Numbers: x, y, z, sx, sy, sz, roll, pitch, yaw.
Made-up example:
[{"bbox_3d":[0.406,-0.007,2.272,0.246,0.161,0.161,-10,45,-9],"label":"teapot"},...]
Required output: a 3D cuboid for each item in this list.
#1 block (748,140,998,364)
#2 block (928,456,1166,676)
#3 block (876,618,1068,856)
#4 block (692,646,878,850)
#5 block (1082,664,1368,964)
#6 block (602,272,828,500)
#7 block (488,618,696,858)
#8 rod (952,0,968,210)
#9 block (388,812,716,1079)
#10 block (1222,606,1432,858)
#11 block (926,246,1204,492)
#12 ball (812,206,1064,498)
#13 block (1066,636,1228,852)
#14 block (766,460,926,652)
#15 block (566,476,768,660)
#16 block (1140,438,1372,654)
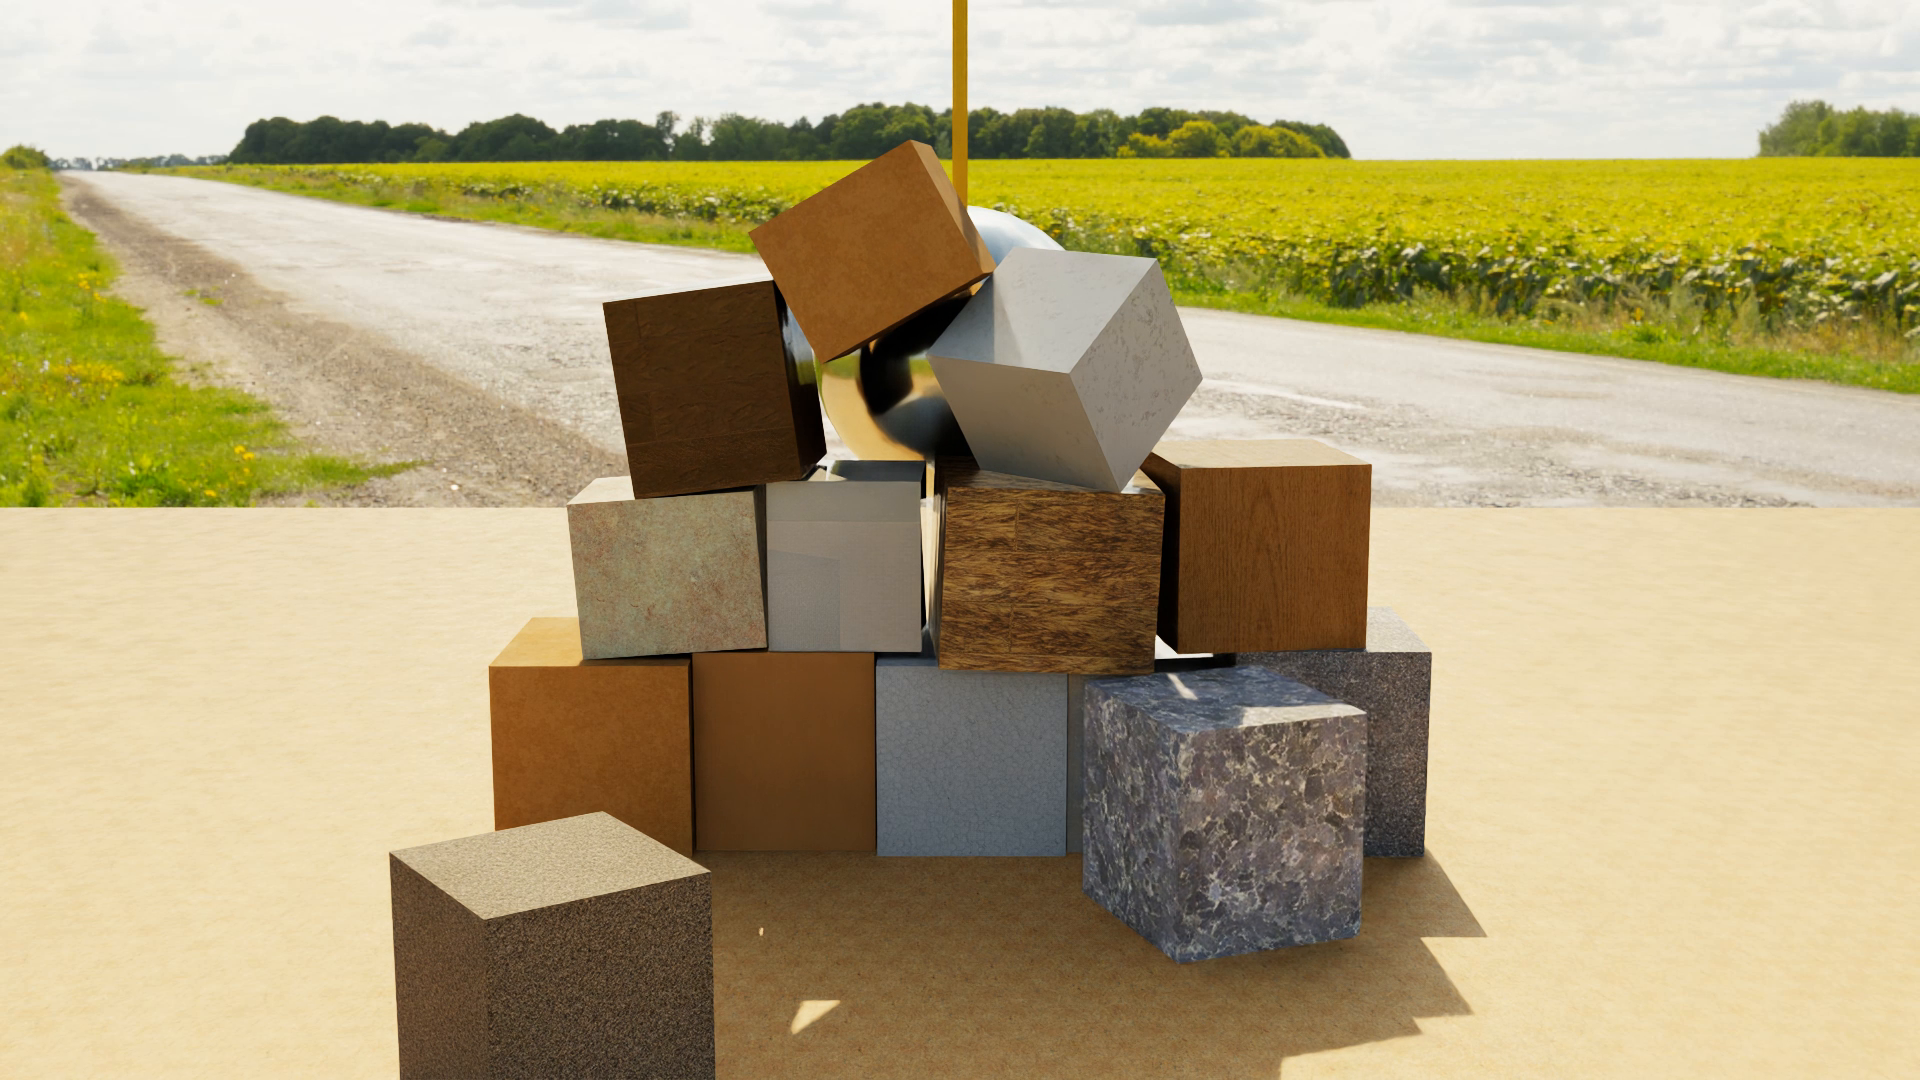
[{"bbox_3d":[-0.405,-1.414,10.800,0.892,0.714,0.794,-28,4,9],"label":"block"},{"bbox_3d":[0.404,0.109,11.029,1.040,0.890,1.033,2,10,-4],"label":"block"},{"bbox_3d":[0.058,0.998,11.371,0.936,0.969,1.089,0,10,0],"label":"block"},{"bbox_3d":[-0.870,0.973,11.376,0.897,1.015,0.926,0,10,0],"label":"block"},{"bbox_3d":[1.184,1.214,10.021,0.915,1.027,0.976,-4,11,-21],"label":"block"},{"bbox_3d":[-1.204,-0.795,10.994,0.835,0.966,0.836,-7,10,6],"label":"block"},{"bbox_3d":[-1.815,0.995,11.365,0.973,0.976,1.120,0,10,0],"label":"block"},{"bbox_3d":[0.000,-4.217,10.840,0.080,5.200,0.080,0,20,0],"label":"rod"},{"bbox_3d":[-1.510,1.620,8.136,0.872,0.901,0.886,-7,13,-34],"label":"block"},{"bbox_3d":[1.825,0.965,11.338,0.953,1.045,1.056,0,10,0],"label":"block"},{"bbox_3d":[0.517,-0.841,10.695,0.860,0.759,0.826,11,52,38],"label":"block"},{"bbox_3d":[0.000,-1.014,11.980,1.600,1.600,1.600,0,10,0],"label":"ball"},{"bbox_3d":[0.936,1.026,11.349,0.803,0.921,0.911,0,10,0],"label":"block"},{"bbox_3d":[-0.560,0.068,11.144,0.754,0.850,0.725,0,10,1],"label":"block"},{"bbox_3d":[-1.430,0.102,11.188,0.913,0.780,0.833,-4,10,1],"label":"block"},{"bbox_3d":[1.454,0.011,11.118,0.950,0.912,0.947,-2,10,-9],"label":"block"}]
